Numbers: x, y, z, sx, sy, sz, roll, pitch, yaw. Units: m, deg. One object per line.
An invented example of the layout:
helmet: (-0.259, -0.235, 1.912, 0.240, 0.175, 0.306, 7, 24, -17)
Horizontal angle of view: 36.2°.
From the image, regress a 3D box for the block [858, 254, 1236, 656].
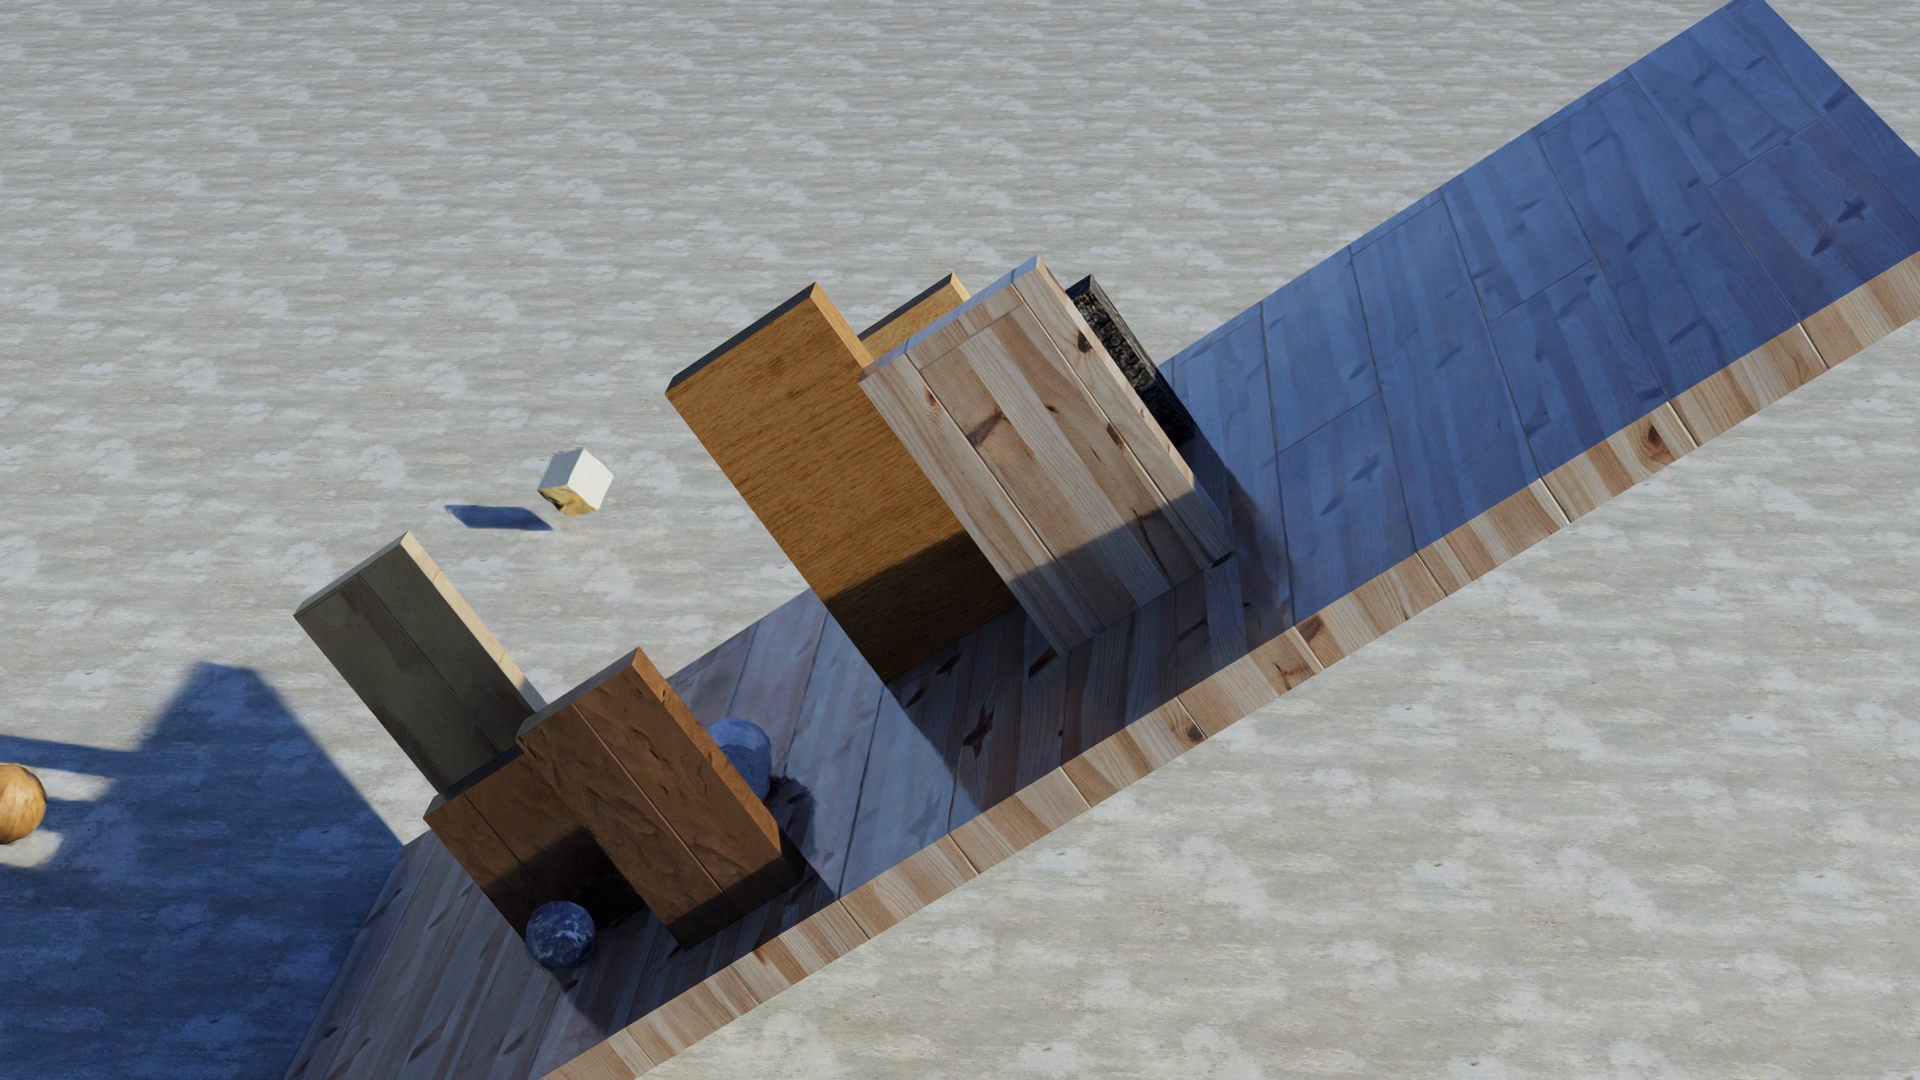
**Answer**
block: (0.173, -0.158, 5.715, 0.414, 0.683, 0.094, -32, 16, 15)

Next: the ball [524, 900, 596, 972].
ball: (-0.820, 0.812, 6.034, 0.146, 0.146, 0.146, 0, 21, 0)

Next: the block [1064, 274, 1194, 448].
block: (0.277, -0.328, 6.510, 0.306, 0.409, 0.115, -32, 16, 15)

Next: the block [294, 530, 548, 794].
block: (-1.206, 0.376, 6.981, 0.328, 0.768, 0.084, -32, 16, 15)

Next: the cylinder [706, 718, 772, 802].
cylinder: (-0.481, 0.481, 6.241, 0.160, 0.160, 0.160, -1, 17, -2)

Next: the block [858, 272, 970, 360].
block: (-0.002, -0.343, 6.997, 0.306, 0.498, 0.091, -32, 16, 15)

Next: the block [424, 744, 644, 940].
block: (-0.853, 0.628, 6.149, 0.344, 0.409, 0.100, -32, 16, 15)

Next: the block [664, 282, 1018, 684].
block: (-0.231, -0.114, 6.246, 0.378, 0.797, 0.115, -32, 16, 15)

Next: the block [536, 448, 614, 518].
block: (-1.315, -0.195, 10.063, 0.156, 0.156, 0.156, -10, 48, 41)

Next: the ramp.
ramp: (0.136, 0.174, 6.305, 4.000, 0.100, 2.000, -32, 16, 15)

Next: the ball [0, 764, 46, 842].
ball: (-2.569, 0.708, 7.921, 0.209, 0.209, 0.209, 0, 21, 0)

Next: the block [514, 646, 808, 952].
block: (-0.571, 0.502, 5.651, 0.283, 0.544, 0.086, -32, 16, 15)
